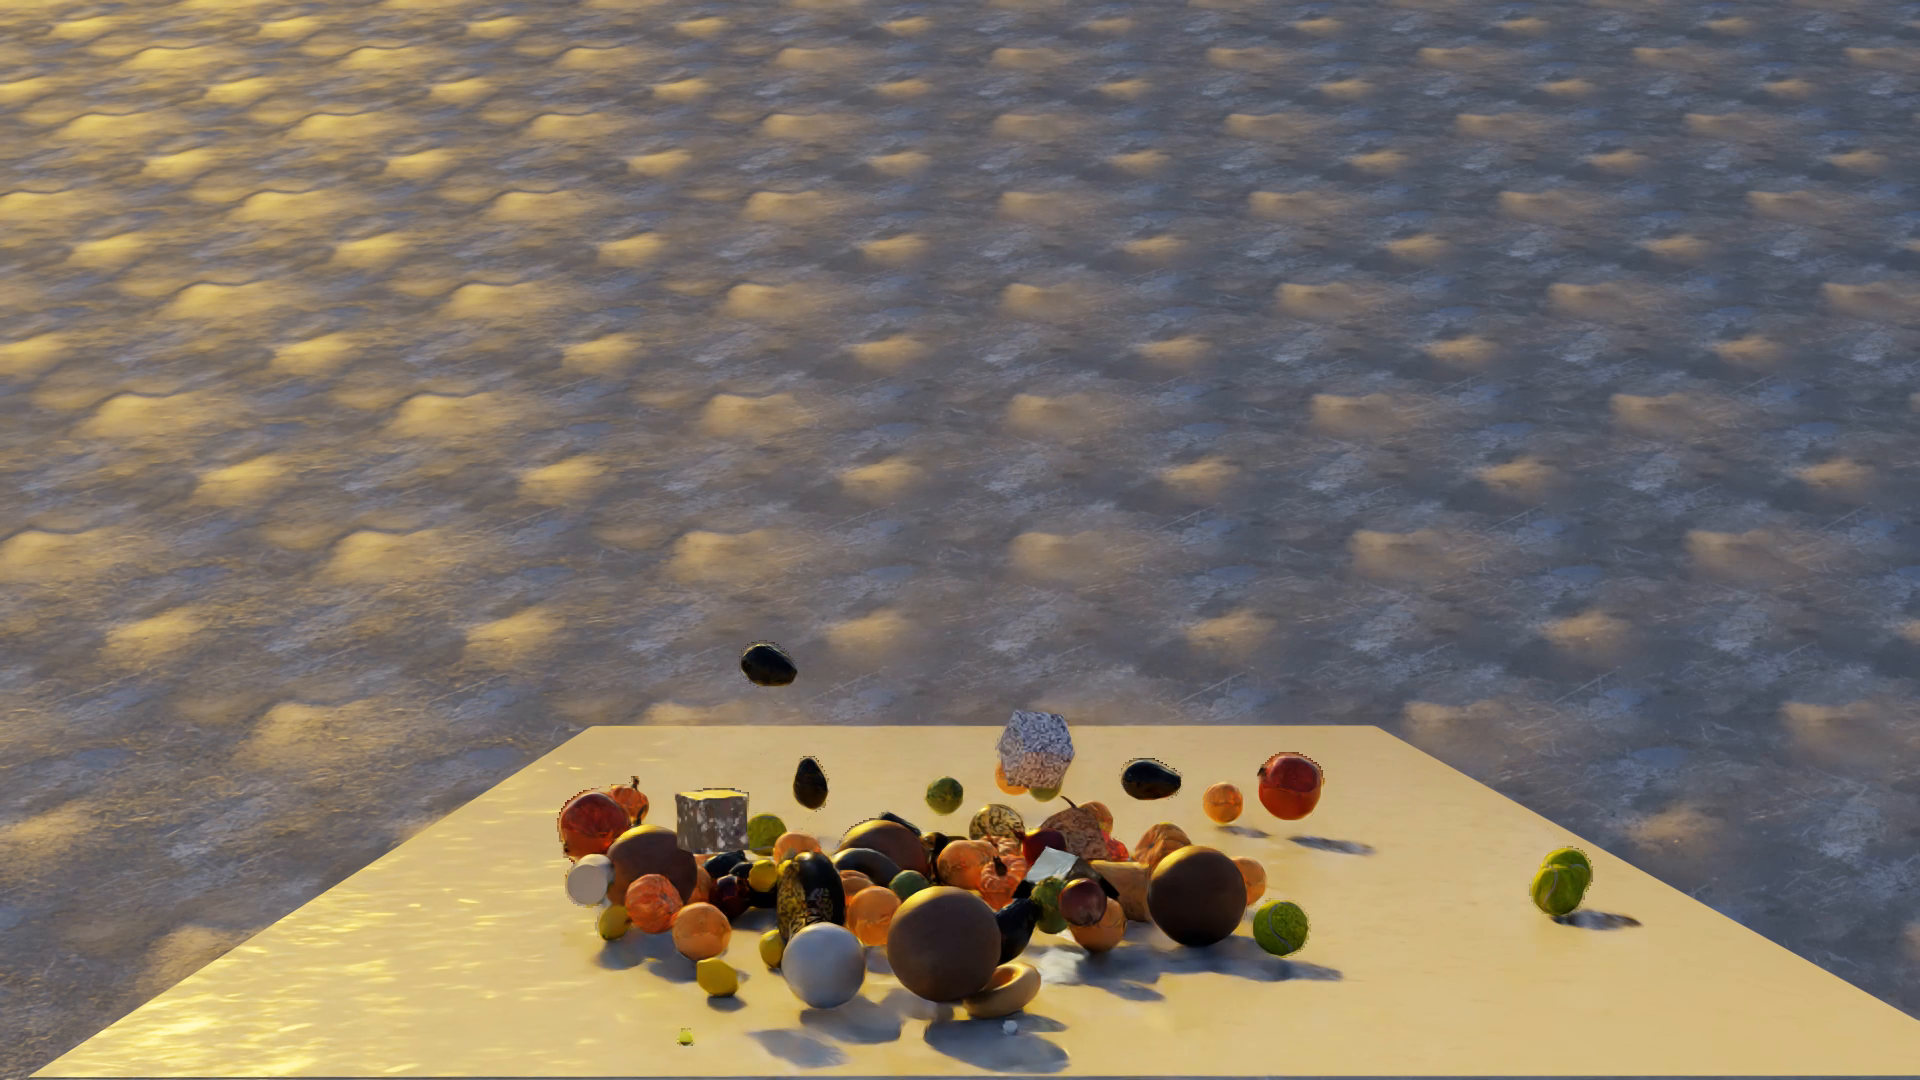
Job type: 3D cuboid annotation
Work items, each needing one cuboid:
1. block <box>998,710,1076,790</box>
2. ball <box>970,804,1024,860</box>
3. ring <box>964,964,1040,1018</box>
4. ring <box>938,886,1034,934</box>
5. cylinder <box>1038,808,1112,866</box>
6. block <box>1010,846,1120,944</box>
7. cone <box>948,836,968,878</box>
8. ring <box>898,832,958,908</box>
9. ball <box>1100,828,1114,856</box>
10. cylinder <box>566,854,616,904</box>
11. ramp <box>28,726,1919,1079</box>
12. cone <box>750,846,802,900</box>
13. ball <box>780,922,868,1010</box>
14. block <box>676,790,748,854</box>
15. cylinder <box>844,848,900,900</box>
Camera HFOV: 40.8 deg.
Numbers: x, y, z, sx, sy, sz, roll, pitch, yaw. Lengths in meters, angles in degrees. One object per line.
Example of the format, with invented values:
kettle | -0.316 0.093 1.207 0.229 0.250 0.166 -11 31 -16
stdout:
block | 0.108 0.298 3.669 0.076 0.076 0.076 6 43 -21
ball | 0.059 0.469 4.146 0.090 0.090 0.090 0 27 0
ring | 0.047 0.508 2.913 0.094 0.031 0.094 -20 12 4
ring | 0.035 0.517 3.496 0.129 0.043 0.129 4 34 -3
cylinder | 0.168 0.450 3.737 0.089 0.089 0.089 -8 50 -15
block | 0.136 0.460 3.346 0.082 0.082 0.082 -53 25 -16
cone | -0.006 0.501 3.971 0.068 0.068 0.068 -11 54 -21
ring | -0.046 0.469 3.674 0.037 0.111 0.111 24 13 -32
ball | 0.206 0.482 4.046 0.067 0.067 0.067 0 27 0
cylinder | -0.485 0.447 3.400 0.055 0.055 0.055 3 6 5
ramp | 0.062 0.557 4.594 2.000 0.100 4.000 0 1 0
cone | -0.264 0.499 3.717 0.088 0.088 0.088 -25 34 -13
ball | -0.155 0.484 2.937 0.098 0.098 0.098 0 27 0
block | -0.297 0.337 3.091 0.065 0.065 0.065 -2 2 -28
cylinder | -0.128 0.484 3.750 0.057 0.057 0.057 20 28 33
